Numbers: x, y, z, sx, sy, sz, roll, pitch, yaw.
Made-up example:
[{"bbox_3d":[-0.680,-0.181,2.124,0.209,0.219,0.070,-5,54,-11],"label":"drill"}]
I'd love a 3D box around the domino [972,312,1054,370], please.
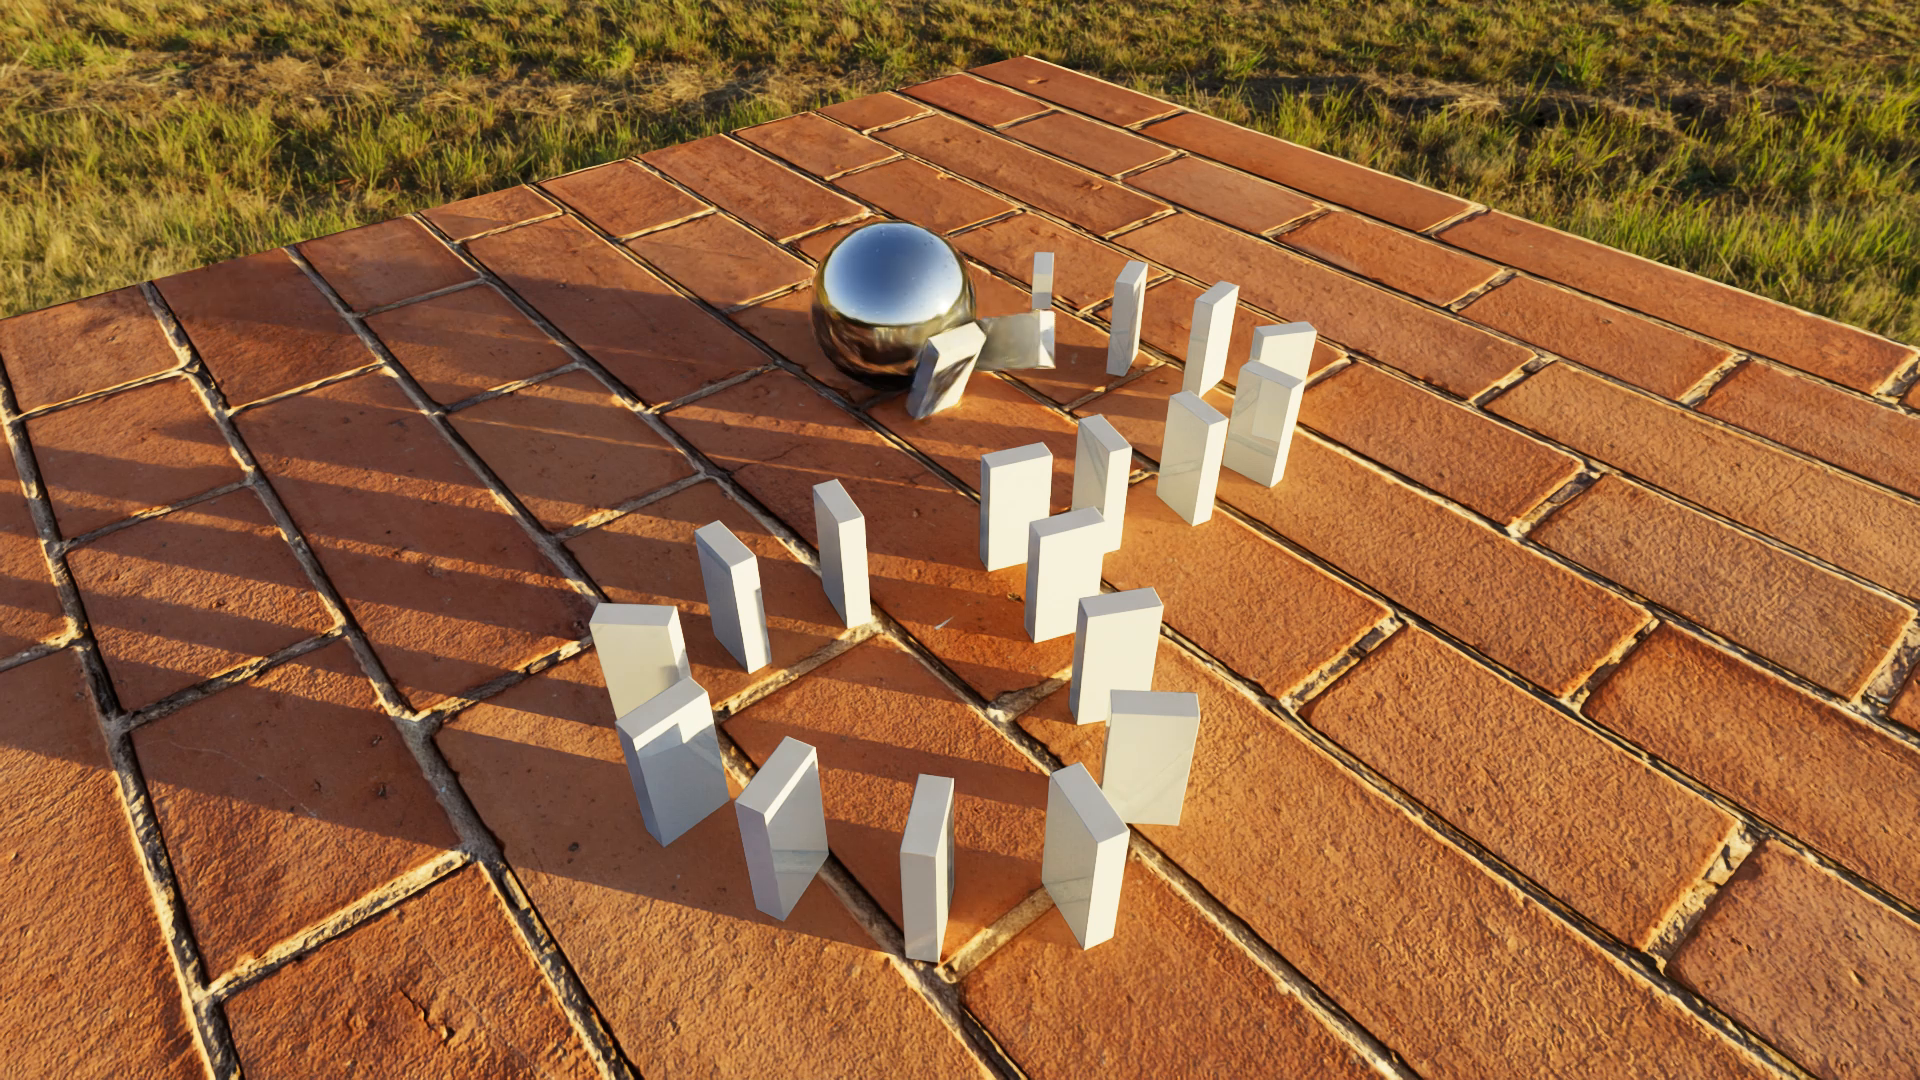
[{"bbox_3d":[0.025,-0.095,0.531,0.009,0.025,0.050,-5,8,-38],"label":"domino"}]

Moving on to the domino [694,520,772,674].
[{"bbox_3d":[-0.079,0.020,0.387,0.010,0.050,0.025,-27,47,-29],"label":"domino"}]

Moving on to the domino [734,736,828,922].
[{"bbox_3d":[-0.050,0.082,0.311,0.010,0.050,0.025,17,42,20],"label":"domino"}]

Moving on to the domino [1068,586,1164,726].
[{"bbox_3d":[0.051,0.039,0.364,0.025,0.050,0.009,-8,40,-10],"label":"domino"}]

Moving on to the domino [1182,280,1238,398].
[{"bbox_3d":[0.120,-0.096,0.529,0.009,0.050,0.025,26,46,29],"label":"domino"}]

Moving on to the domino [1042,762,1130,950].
[{"bbox_3d":[0.034,0.088,0.304,0.009,0.050,0.025,-17,42,-19],"label":"domino"}]

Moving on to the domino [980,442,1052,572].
[{"bbox_3d":[0.021,-0.012,0.427,0.025,0.050,0.010,-13,41,-16],"label":"domino"}]

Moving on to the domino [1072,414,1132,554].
[{"bbox_3d":[0.056,-0.022,0.438,0.009,0.050,0.025,-15,42,-18],"label":"domino"}]

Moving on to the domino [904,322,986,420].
[{"bbox_3d":[-0.007,-0.077,0.506,0.025,0.050,0.009,-25,71,-28],"label":"domino"}]

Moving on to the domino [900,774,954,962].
[{"bbox_3d":[-0.008,0.090,0.301,0.010,0.050,0.025,6,40,7],"label":"domino"}]

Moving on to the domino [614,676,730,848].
[{"bbox_3d":[-0.085,0.067,0.330,0.009,0.050,0.025,31,49,32],"label":"domino"}]

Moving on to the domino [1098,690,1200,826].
[{"bbox_3d":[0.056,0.066,0.331,0.025,0.050,0.009,2,39,3],"label":"domino"}]

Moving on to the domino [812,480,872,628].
[{"bbox_3d":[-0.043,0.006,0.405,0.010,0.050,0.025,-18,43,-21],"label":"domino"}]

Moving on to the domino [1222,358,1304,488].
[{"bbox_3d":[0.130,-0.050,0.472,0.009,0.050,0.025,-32,49,-33],"label":"domino"}]

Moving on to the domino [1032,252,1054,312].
[{"bbox_3d":[0.041,-0.116,0.553,0.010,0.050,0.025,3,39,4],"label":"domino"}]

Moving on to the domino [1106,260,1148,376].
[{"bbox_3d":[0.083,-0.110,0.545,0.010,0.050,0.025,14,41,17],"label":"domino"}]

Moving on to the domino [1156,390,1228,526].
[{"bbox_3d":[0.095,-0.033,0.452,0.009,0.050,0.025,-19,43,-22],"label":"domino"}]

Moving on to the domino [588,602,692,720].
[{"bbox_3d":[-0.102,0.043,0.359,0.025,0.050,0.010,2,39,2],"label":"domino"}]

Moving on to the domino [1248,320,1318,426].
[{"bbox_3d":[0.144,-0.074,0.502,0.025,0.050,0.009,-8,40,-10],"label":"domino"}]

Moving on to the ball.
[{"bbox_3d":[-0.031,-0.111,0.523,0.080,0.080,0.080,0,39,0],"label":"ball"}]

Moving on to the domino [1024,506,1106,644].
[{"bbox_3d":[0.037,0.013,0.396,0.025,0.050,0.009,-14,41,-16],"label":"domino"}]
